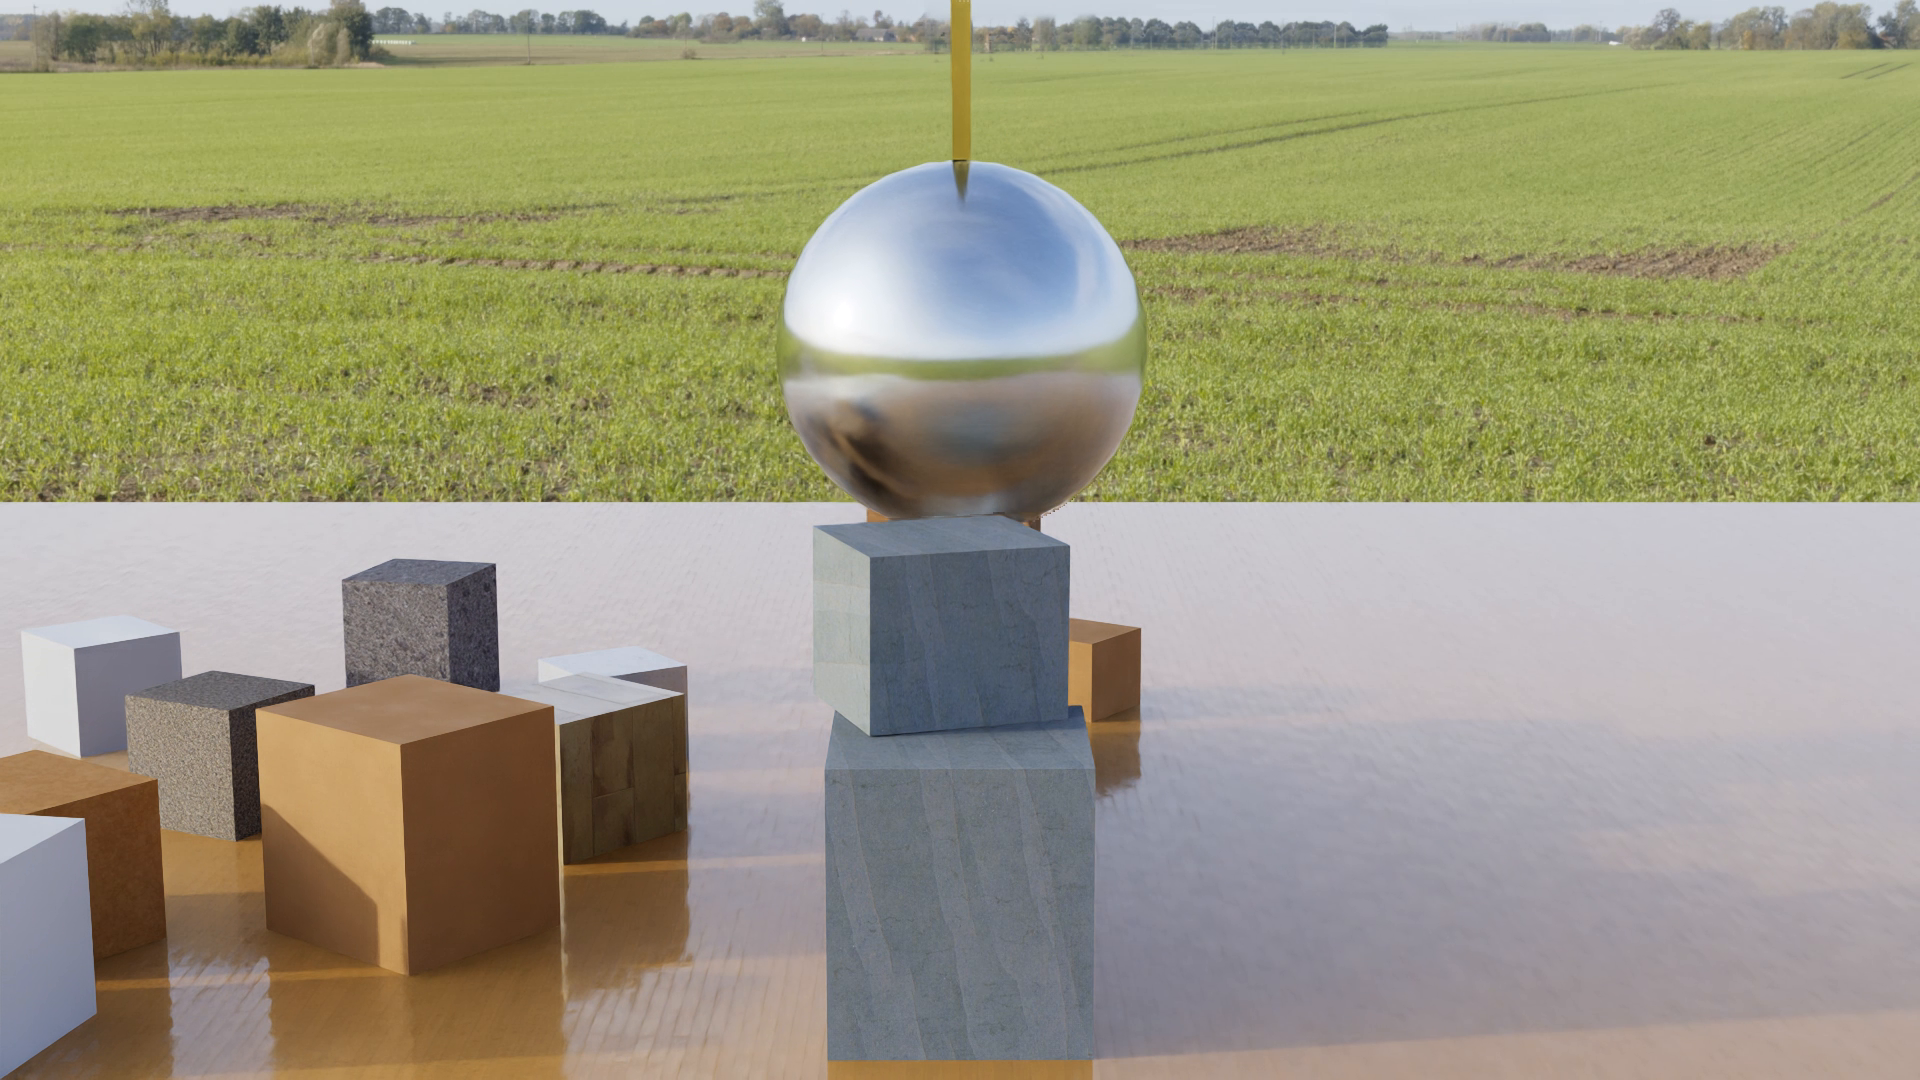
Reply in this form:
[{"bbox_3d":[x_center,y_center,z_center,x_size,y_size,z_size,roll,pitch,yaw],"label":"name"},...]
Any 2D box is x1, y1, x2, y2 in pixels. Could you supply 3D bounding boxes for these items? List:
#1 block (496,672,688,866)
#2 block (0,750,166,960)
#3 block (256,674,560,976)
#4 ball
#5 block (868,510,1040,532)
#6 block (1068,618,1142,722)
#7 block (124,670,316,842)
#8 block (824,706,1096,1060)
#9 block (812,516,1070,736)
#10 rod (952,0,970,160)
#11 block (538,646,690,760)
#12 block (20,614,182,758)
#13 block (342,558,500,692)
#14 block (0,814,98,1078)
[{"bbox_3d":[-1.797,1.050,11.972,0.690,0.651,0.764,9,13,40],"label":"block"},{"bbox_3d":[-3.799,1.314,10.455,0.808,0.674,0.698,7,13,34],"label":"block"},{"bbox_3d":[-2.276,1.150,10.612,0.914,0.941,0.800,8,13,38],"label":"block"},{"bbox_3d":[0.006,-0.826,11.030,1.600,1.600,1.600,0,10,0],"label":"ball"},{"bbox_3d":[-0.018,-0.056,12.506,0.767,0.675,0.736,1,4,6],"label":"block"},{"bbox_3d":[0.664,0.721,14.371,0.502,0.440,0.514,7,13,35],"label":"block"},{"bbox_3d":[-3.508,1.018,12.224,0.649,0.624,0.576,5,12,27],"label":"block"},{"bbox_3d":[-0.002,1.259,9.608,0.957,1.085,0.928,0,10,0],"label":"block"},{"bbox_3d":[-0.083,0.312,9.890,0.793,0.672,0.713,-3,11,-20],"label":"block"},{"bbox_3d":[0.003,-4.172,10.422,0.080,5.200,0.080,0,10,0],"label":"rod"},{"bbox_3d":[-1.799,0.880,13.320,0.572,0.503,0.562,-7,12,-34],"label":"block"},{"bbox_3d":[-4.577,0.770,13.710,0.592,0.580,0.619,-10,14,-43],"label":"block"},{"bbox_3d":[-3.041,0.541,14.514,0.629,0.742,0.661,2,11,13],"label":"block"},{"bbox_3d":[-3.695,1.468,9.355,0.726,0.764,0.744,2,10,11],"label":"block"}]
